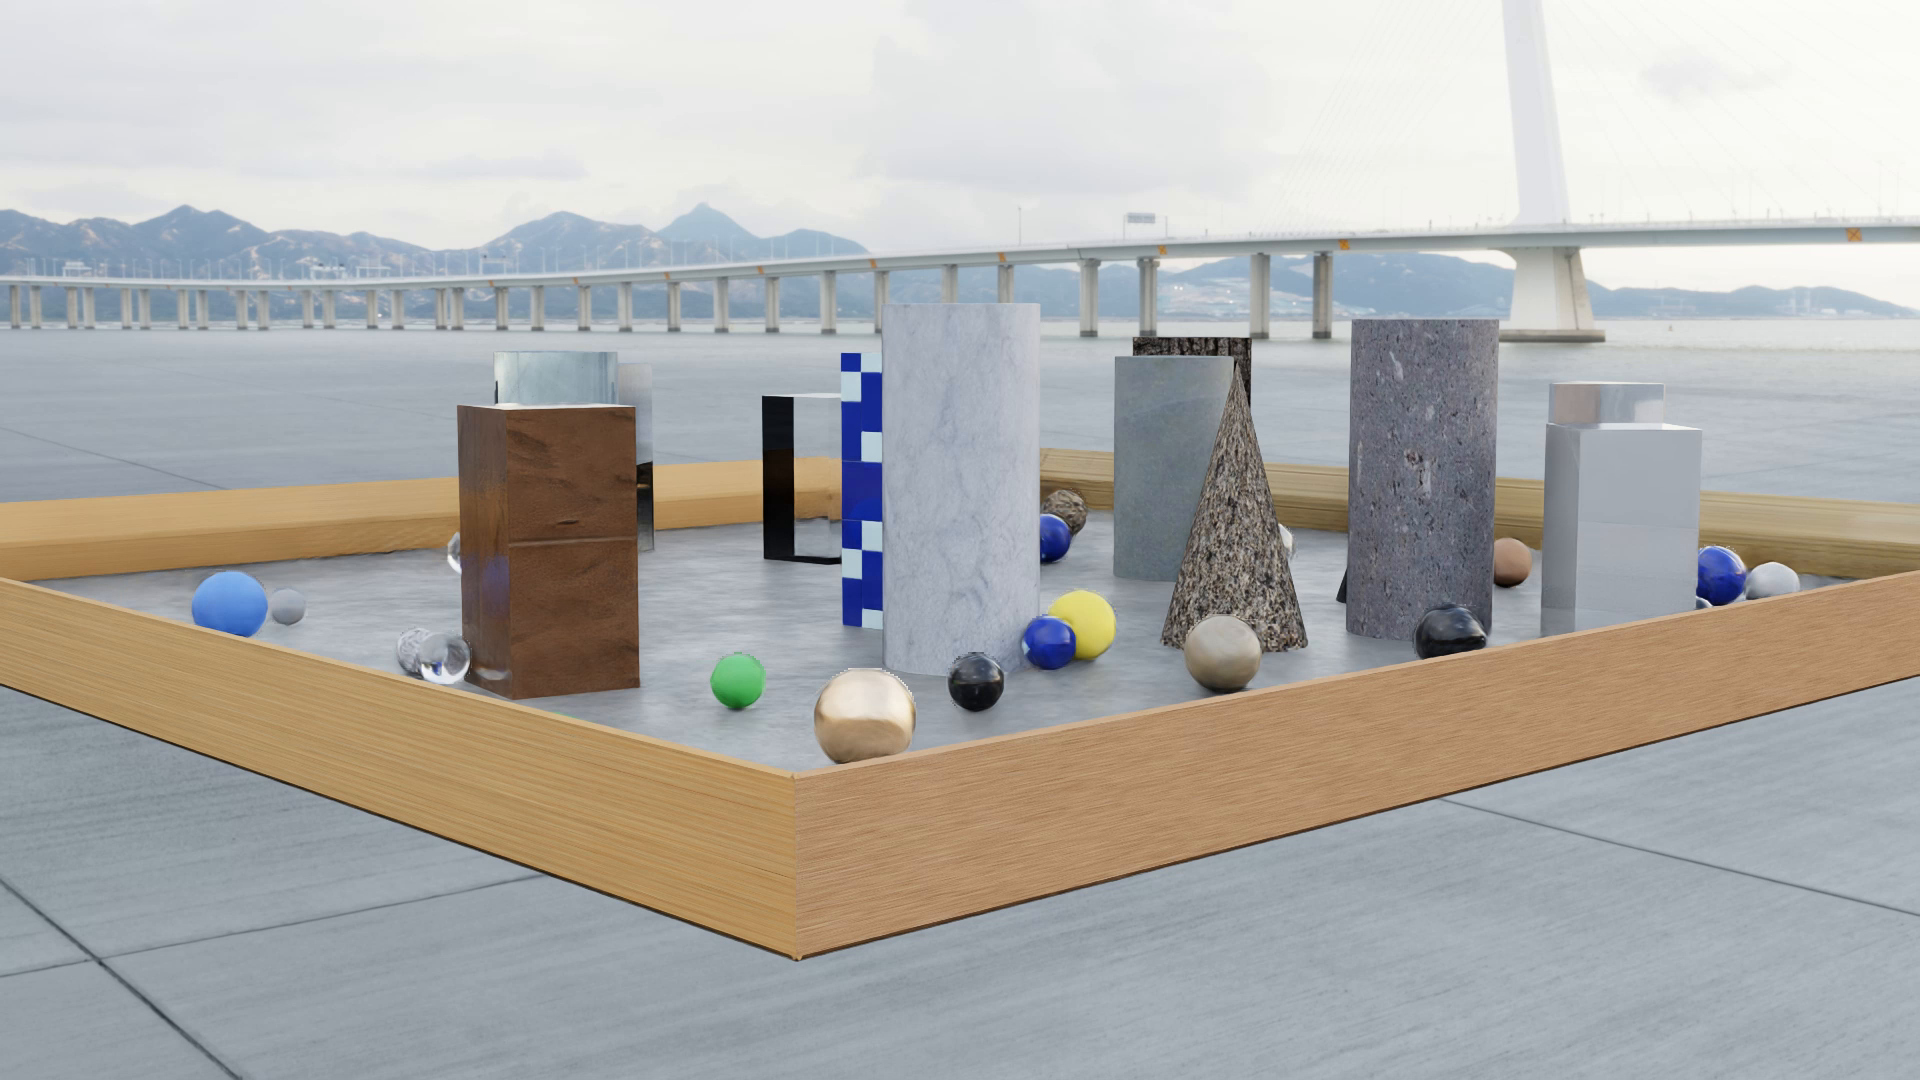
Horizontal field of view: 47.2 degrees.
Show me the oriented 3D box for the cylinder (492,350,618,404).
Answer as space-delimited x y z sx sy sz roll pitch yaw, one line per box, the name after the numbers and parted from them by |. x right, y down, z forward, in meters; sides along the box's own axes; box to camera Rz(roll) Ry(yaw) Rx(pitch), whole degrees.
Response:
-0.654 -0.116 3.578 0.199 0.379 0.199 0 6 0 | cylinder

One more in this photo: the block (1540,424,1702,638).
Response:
0.885 -0.007 2.955 0.159 0.291 0.159 0 6 -1 | block

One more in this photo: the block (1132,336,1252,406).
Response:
0.418 -0.169 3.992 0.159 0.397 0.159 -2 6 -20 | block

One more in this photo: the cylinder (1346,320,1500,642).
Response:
0.640 -0.088 3.047 0.199 0.433 0.199 0 6 0 | cylinder

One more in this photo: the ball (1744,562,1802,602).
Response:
1.188 0.072 3.214 0.079 0.079 0.079 0 6 0 | ball

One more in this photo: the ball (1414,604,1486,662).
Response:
0.601 0.122 2.700 0.086 0.086 0.086 0 6 0 | ball

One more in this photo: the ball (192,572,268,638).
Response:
-0.982 0.090 2.957 0.097 0.097 0.097 0 6 0 | ball

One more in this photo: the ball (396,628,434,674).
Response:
-0.665 0.137 2.706 0.056 0.056 0.056 0 6 0 | ball

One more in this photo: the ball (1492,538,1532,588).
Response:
0.883 0.037 3.550 0.080 0.080 0.080 0 6 0 | ball

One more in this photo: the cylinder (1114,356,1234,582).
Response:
0.359 -0.125 3.708 0.199 0.368 0.199 0 6 0 | cylinder

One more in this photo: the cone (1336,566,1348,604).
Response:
0.681 -0.057 3.379 0.199 0.302 0.199 0 6 0 | cone

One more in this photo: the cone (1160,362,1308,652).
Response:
0.370 -0.051 2.948 0.199 0.379 0.199 0 6 0 | cone

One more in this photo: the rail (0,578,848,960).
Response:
-0.960 0.125 2.451 0.045 0.129 2.552 -5 8 -42 | rail

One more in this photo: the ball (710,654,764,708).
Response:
-0.250 0.159 2.470 0.060 0.060 0.060 0 6 0 | ball

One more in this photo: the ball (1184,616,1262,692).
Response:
0.308 0.133 2.574 0.090 0.090 0.090 0 6 0 | ball

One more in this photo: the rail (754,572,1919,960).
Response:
0.849 0.129 2.416 2.661 0.129 0.045 -5 8 -42 | rail

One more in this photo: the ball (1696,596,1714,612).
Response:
0.994 0.106 2.981 0.059 0.059 0.059 0 6 0 | ball

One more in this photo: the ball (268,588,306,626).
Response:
-0.956 0.095 3.125 0.052 0.052 0.052 0 6 0 | ball

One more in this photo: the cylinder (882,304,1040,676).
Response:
0.001 -0.070 2.770 0.199 0.453 0.199 0 6 0 | cylinder

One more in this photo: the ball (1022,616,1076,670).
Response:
0.111 0.128 2.714 0.067 0.067 0.067 0 6 0 | ball

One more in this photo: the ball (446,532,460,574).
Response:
-0.815 0.021 3.679 0.085 0.085 0.085 0 6 0 | ball

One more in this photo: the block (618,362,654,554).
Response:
-0.673 -0.150 4.050 0.159 0.348 0.159 2 6 18 | block

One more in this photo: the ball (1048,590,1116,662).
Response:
0.154 0.109 2.785 0.089 0.089 0.089 0 6 0 | ball

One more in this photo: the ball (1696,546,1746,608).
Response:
1.134 0.055 3.309 0.093 0.093 0.093 0 6 0 | ball

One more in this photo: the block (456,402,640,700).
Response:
-0.490 0.007 2.616 0.159 0.333 0.159 -4 7 -32 | block

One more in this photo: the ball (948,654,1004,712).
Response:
0.018 0.159 2.453 0.064 0.064 0.064 0 6 0 | ball

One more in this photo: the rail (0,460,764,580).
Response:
-0.849 -0.062 4.247 2.661 0.129 0.045 -5 8 -42 | rail

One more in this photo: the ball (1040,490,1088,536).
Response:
0.205 -0.052 4.342 0.092 0.092 0.092 0 6 0 | ball

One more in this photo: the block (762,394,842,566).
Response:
-0.242 -0.113 3.960 0.159 0.294 0.159 5 8 38 | block

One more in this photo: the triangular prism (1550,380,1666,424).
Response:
0.980 -0.077 3.415 0.172 0.335 0.149 0 6 0 | triangular prism

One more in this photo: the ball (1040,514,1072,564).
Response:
0.154 -0.002 3.892 0.087 0.087 0.087 0 6 0 | ball

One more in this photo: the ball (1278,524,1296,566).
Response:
0.511 0.016 3.671 0.096 0.096 0.096 0 6 0 | ball

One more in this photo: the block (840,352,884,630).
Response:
-0.055 -0.072 3.123 0.159 0.386 0.159 5 8 39 | block

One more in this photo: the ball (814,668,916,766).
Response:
-0.093 0.175 2.131 0.100 0.100 0.100 0 6 0 | ball

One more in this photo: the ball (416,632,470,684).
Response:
-0.615 0.141 2.619 0.063 0.063 0.063 0 6 0 | ball

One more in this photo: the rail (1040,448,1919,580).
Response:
0.960 -0.058 4.213 0.045 0.129 2.552 -5 8 -42 | rail
